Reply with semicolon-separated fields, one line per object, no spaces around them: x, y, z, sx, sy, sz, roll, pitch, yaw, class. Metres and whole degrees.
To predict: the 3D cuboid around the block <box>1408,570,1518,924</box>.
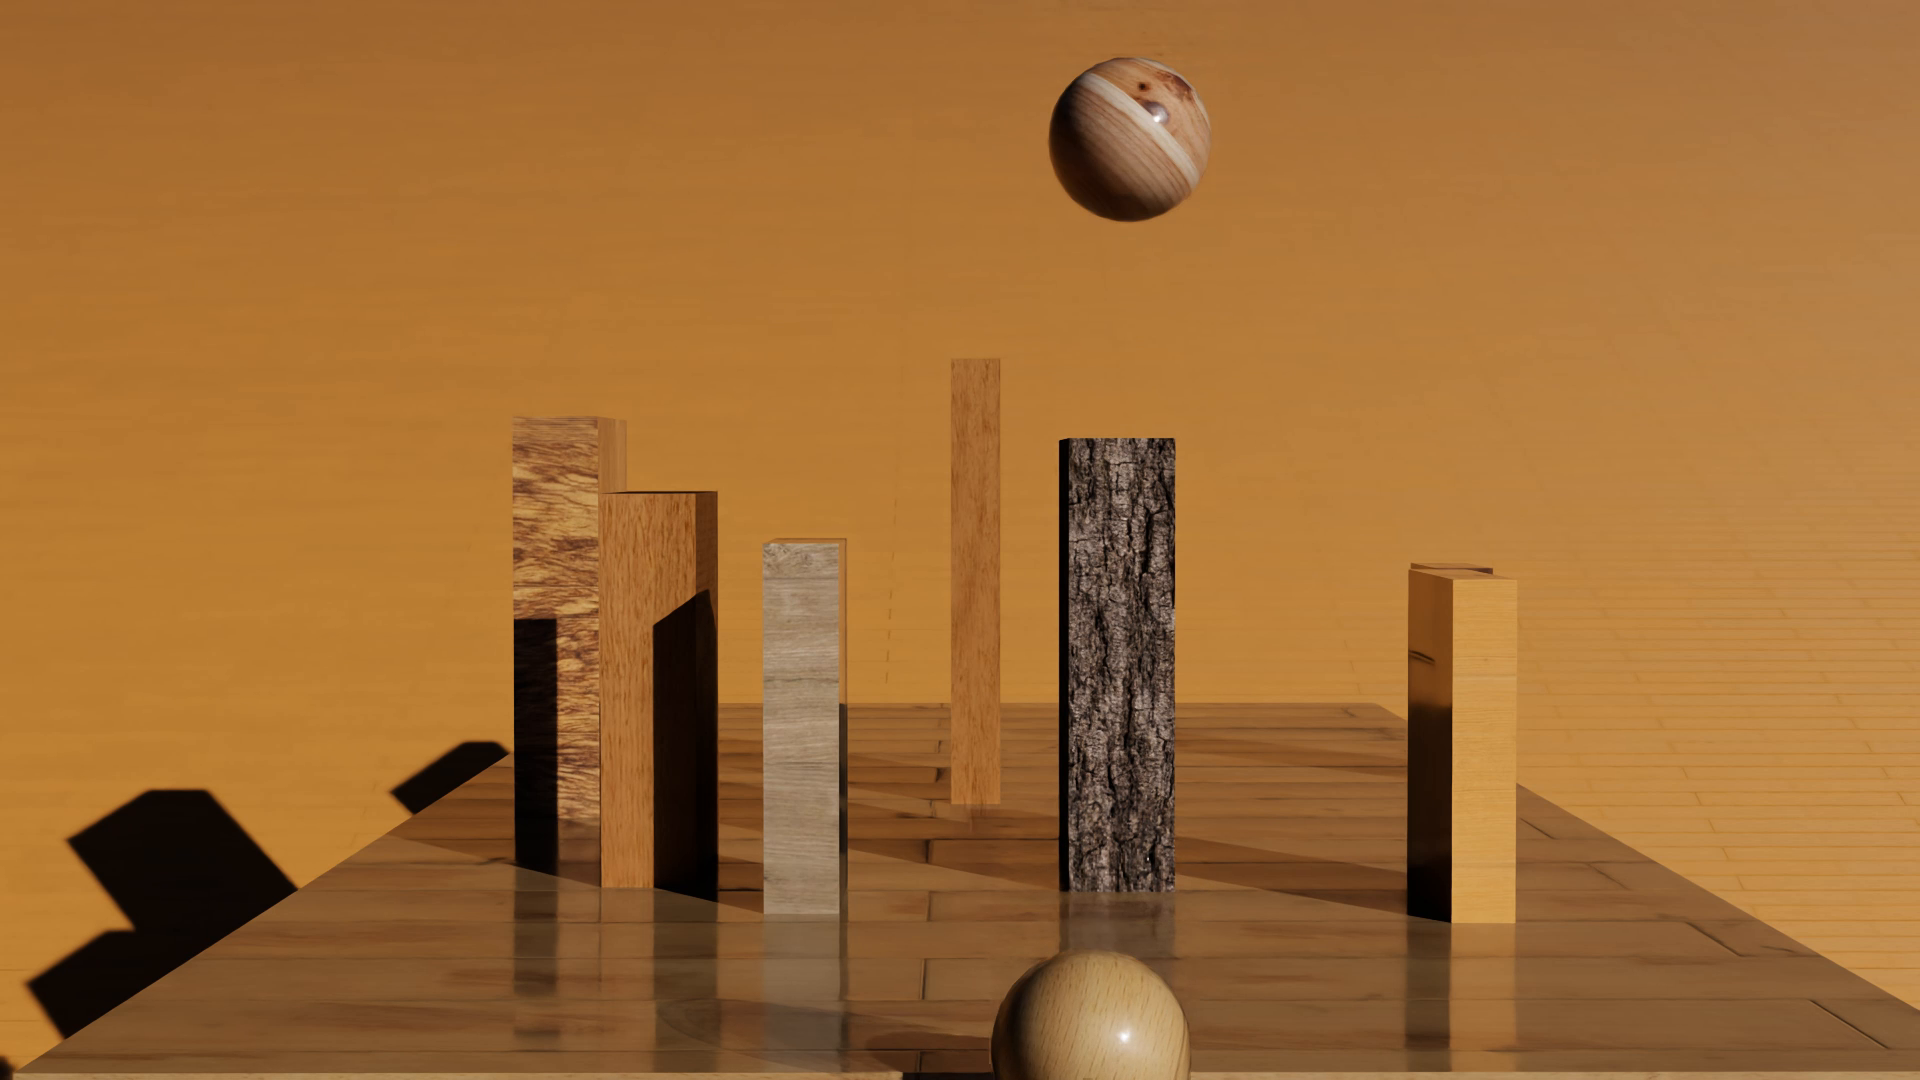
0.689;0.273;3.556;0.084;0.453;0.336;0;2;0;block

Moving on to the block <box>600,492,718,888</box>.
-0.445;0.210;3.850;0.136;0.563;0.342;0;2;0;block

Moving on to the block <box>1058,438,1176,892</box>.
0.228;0.172;3.811;0.150;0.641;0.352;0;2;0;block

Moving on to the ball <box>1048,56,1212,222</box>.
0.166;-0.391;2.520;0.160;0.160;0.160;0;25;0;ball

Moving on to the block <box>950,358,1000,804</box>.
0.028;0.069;4.788;0.088;0.792;0.409;0;2;0;block

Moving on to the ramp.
0.058;0.521;4.560;2.000;0.100;4.000;0;2;0;ramp

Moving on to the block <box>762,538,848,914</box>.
-0.213;0.250;3.595;0.102;0.498;0.267;0;2;0;block

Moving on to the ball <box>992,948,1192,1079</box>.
0.126;0.488;2.472;0.192;0.192;0.192;0;25;0;ball

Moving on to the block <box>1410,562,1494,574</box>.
0.958;0.253;5.036;0.109;0.408;0.268;0;2;0;block

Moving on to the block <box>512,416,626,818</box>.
-0.691;0.127;4.602;0.146;0.687;0.386;0;2;0;block
